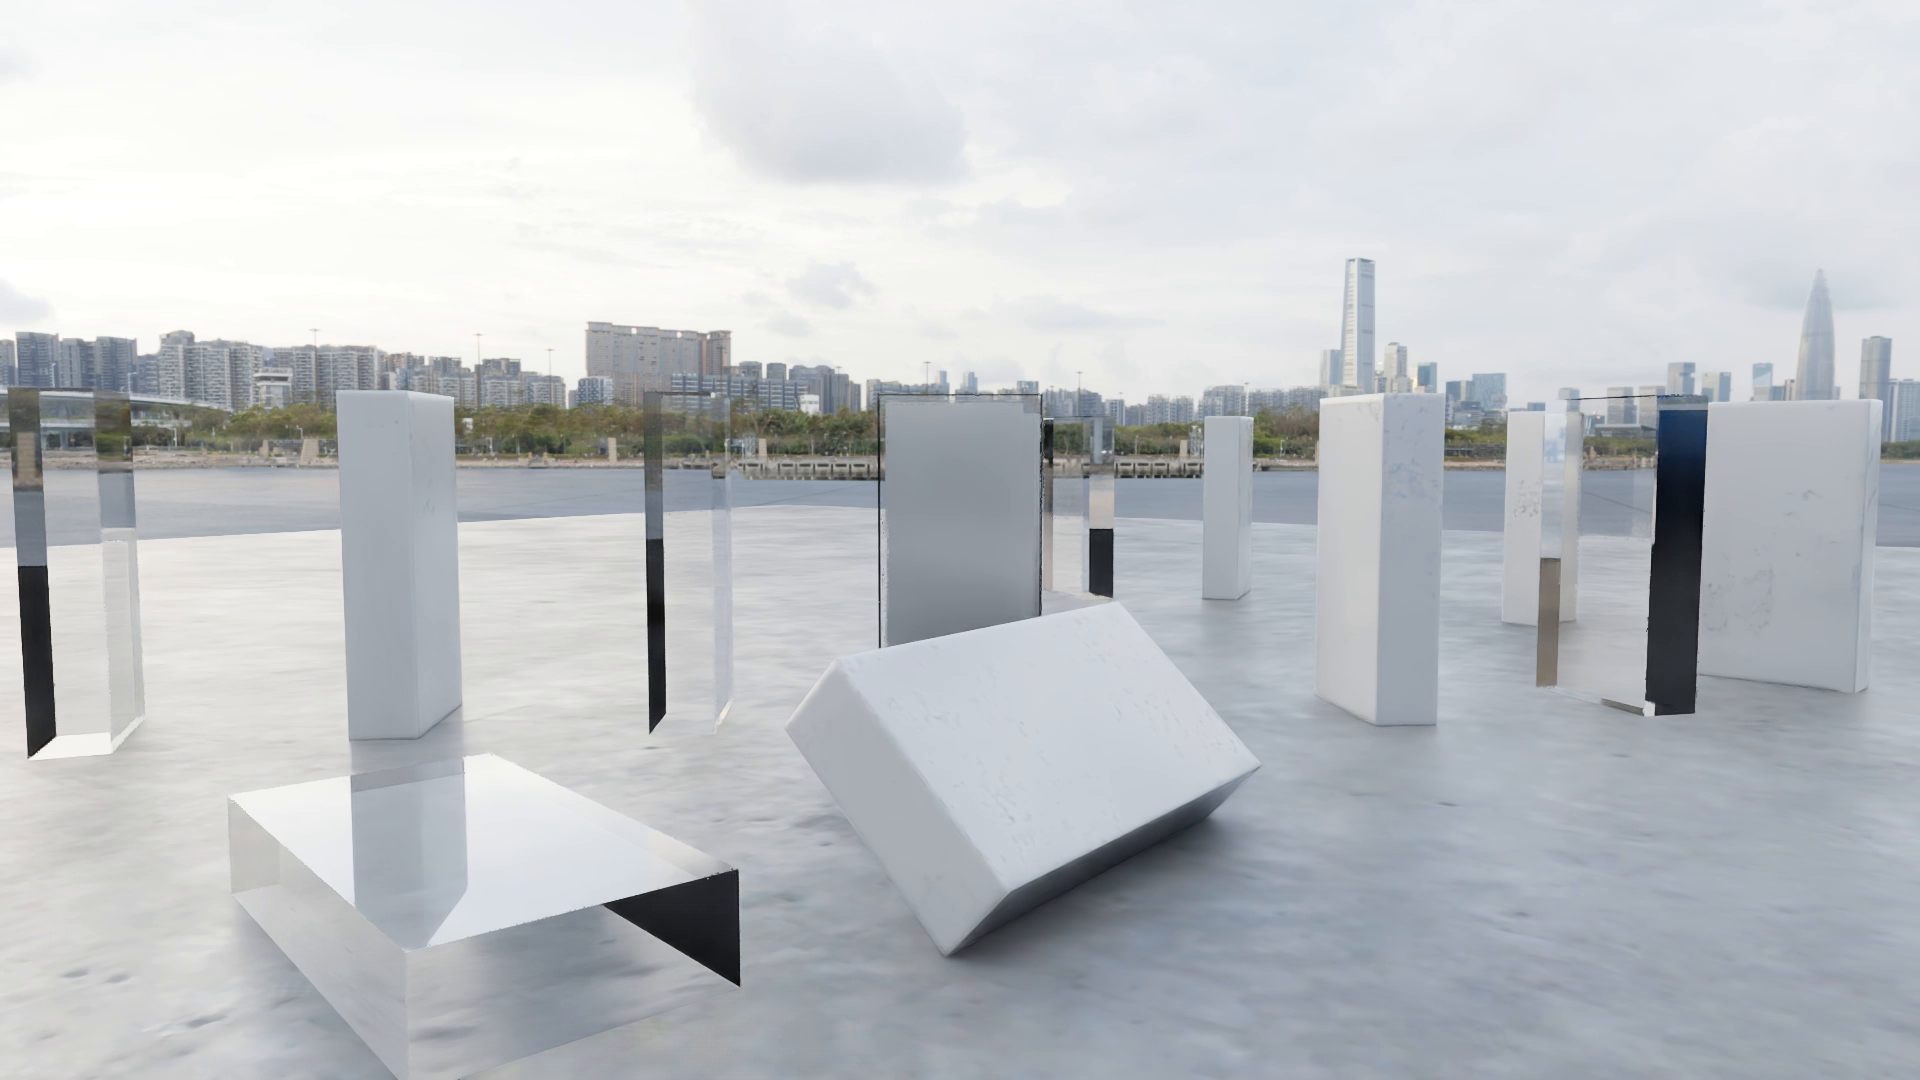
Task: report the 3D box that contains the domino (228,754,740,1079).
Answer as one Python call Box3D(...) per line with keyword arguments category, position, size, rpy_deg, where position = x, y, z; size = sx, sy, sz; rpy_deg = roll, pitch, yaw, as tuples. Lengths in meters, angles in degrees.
Box3D(category="domino", position=(-0.043, 0.030, 0.111), size=(0.025, 0.010, 0.050), rpy_deg=(-4, 6, -41))

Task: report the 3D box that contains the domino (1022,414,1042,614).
Box3D(category="domino", position=(0.008, -0.007, 0.329), size=(0.025, 0.050, 0.009), rpy_deg=(1, 5, 18))

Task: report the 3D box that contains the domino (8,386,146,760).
Box3D(category="domino", position=(-0.126, 0.004, 0.184), size=(0.009, 0.050, 0.025), rpy_deg=(-2, 5, -23))

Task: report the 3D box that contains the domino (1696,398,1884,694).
Box3D(category="domino", position=(0.147, 0.000, 0.229), size=(0.009, 0.050, 0.025), rpy_deg=(-4, 6, -43))

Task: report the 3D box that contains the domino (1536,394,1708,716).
Box3D(category="domino", position=(0.109, 0.002, 0.212), size=(0.010, 0.050, 0.025), rpy_deg=(-1, 4, -14))

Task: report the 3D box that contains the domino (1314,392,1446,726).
Box3D(category="domino", position=(0.066, 0.002, 0.204), size=(0.010, 0.050, 0.025), rpy_deg=(0, 4, -6))

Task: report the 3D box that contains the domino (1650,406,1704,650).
Box3D(category="domino", position=(0.160, -0.003, 0.269), size=(0.025, 0.050, 0.010), rpy_deg=(-1, 4, -8))

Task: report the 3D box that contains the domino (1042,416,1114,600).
Box3D(category="domino", position=(0.033, -0.010, 0.362), size=(0.009, 0.050, 0.025), rpy_deg=(-2, 5, -22))

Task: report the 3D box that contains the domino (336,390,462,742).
Box3D(category="domino", position=(-0.084, 0.003, 0.195), size=(0.009, 0.050, 0.025), rpy_deg=(-1, 4, -7))

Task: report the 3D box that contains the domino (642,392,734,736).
Box3D(category="domino", position=(-0.041, 0.003, 0.198), size=(0.010, 0.050, 0.025), rpy_deg=(0, 4, -4))

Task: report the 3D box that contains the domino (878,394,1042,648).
Box3D(category="domino", position=(0.000, 0.002, 0.201), size=(0.025, 0.050, 0.009), rpy_deg=(0, 4, 0))

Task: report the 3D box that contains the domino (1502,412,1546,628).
Box3D(category="domino", position=(0.142, -0.005, 0.307), size=(0.025, 0.050, 0.010), rpy_deg=(-3, 5, -36))

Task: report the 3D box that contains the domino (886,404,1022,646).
Box3D(category="domino", position=(-0.001, -0.001, 0.244), size=(0.025, 0.050, 0.009), rpy_deg=(0, 4, -1))

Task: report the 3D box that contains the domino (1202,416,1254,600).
Box3D(category="domino", position=(0.075, -0.009, 0.360), size=(0.009, 0.050, 0.025), rpy_deg=(2, 5, 21))

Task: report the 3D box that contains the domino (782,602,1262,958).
Box3D(category="domino", position=(0.009, 0.021, 0.129), size=(0.025, 0.009, 0.050), rpy_deg=(50, 30, 22))
